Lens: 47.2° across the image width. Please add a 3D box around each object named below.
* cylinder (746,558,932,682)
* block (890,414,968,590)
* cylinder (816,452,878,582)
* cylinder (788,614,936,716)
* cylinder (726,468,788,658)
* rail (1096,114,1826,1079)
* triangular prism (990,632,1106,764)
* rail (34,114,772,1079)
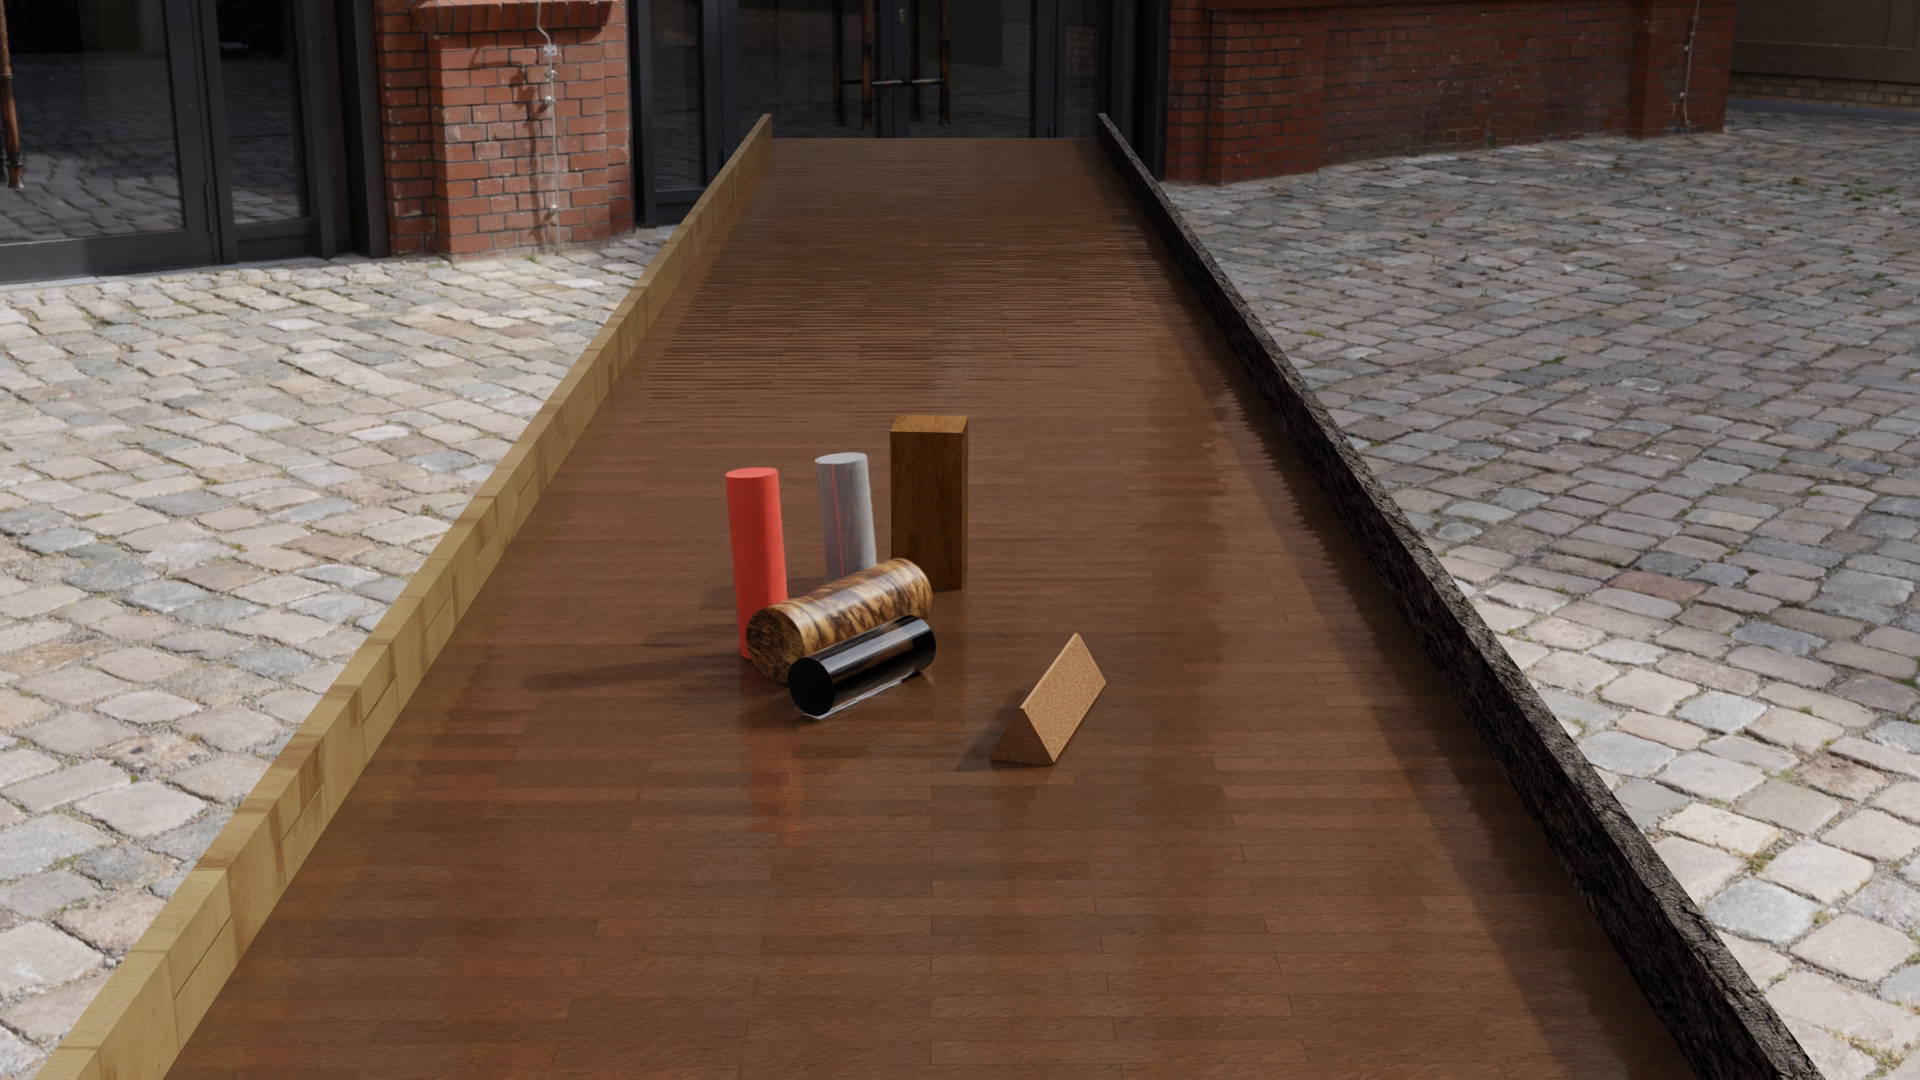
[{"bbox_3d":[-0.238,0.158,4.432,0.151,0.151,0.408,12,20,34],"label":"cylinder"},{"bbox_3d":[-0.067,-0.085,4.886,0.156,0.357,0.156,1,17,5],"label":"block"},{"bbox_3d":[-0.234,-0.006,4.637,0.110,0.339,0.110,-5,13,1],"label":"cylinder"},{"bbox_3d":[-0.185,0.238,4.225,0.114,0.114,0.313,12,20,35],"label":"cylinder"},{"bbox_3d":[-0.403,0.047,4.408,0.103,0.370,0.103,-3,13,1],"label":"cylinder"},{"bbox_3d":[0.932,-0.844,7.801,0.050,0.150,12.000,0,17,-1],"label":"rail"},{"bbox_3d":[0.168,0.286,4.080,0.116,0.100,0.423,4,17,16],"label":"triangular prism"},{"bbox_3d":[-1.118,-0.838,7.780,0.050,0.150,12.000,0,17,-1],"label":"rail"}]
